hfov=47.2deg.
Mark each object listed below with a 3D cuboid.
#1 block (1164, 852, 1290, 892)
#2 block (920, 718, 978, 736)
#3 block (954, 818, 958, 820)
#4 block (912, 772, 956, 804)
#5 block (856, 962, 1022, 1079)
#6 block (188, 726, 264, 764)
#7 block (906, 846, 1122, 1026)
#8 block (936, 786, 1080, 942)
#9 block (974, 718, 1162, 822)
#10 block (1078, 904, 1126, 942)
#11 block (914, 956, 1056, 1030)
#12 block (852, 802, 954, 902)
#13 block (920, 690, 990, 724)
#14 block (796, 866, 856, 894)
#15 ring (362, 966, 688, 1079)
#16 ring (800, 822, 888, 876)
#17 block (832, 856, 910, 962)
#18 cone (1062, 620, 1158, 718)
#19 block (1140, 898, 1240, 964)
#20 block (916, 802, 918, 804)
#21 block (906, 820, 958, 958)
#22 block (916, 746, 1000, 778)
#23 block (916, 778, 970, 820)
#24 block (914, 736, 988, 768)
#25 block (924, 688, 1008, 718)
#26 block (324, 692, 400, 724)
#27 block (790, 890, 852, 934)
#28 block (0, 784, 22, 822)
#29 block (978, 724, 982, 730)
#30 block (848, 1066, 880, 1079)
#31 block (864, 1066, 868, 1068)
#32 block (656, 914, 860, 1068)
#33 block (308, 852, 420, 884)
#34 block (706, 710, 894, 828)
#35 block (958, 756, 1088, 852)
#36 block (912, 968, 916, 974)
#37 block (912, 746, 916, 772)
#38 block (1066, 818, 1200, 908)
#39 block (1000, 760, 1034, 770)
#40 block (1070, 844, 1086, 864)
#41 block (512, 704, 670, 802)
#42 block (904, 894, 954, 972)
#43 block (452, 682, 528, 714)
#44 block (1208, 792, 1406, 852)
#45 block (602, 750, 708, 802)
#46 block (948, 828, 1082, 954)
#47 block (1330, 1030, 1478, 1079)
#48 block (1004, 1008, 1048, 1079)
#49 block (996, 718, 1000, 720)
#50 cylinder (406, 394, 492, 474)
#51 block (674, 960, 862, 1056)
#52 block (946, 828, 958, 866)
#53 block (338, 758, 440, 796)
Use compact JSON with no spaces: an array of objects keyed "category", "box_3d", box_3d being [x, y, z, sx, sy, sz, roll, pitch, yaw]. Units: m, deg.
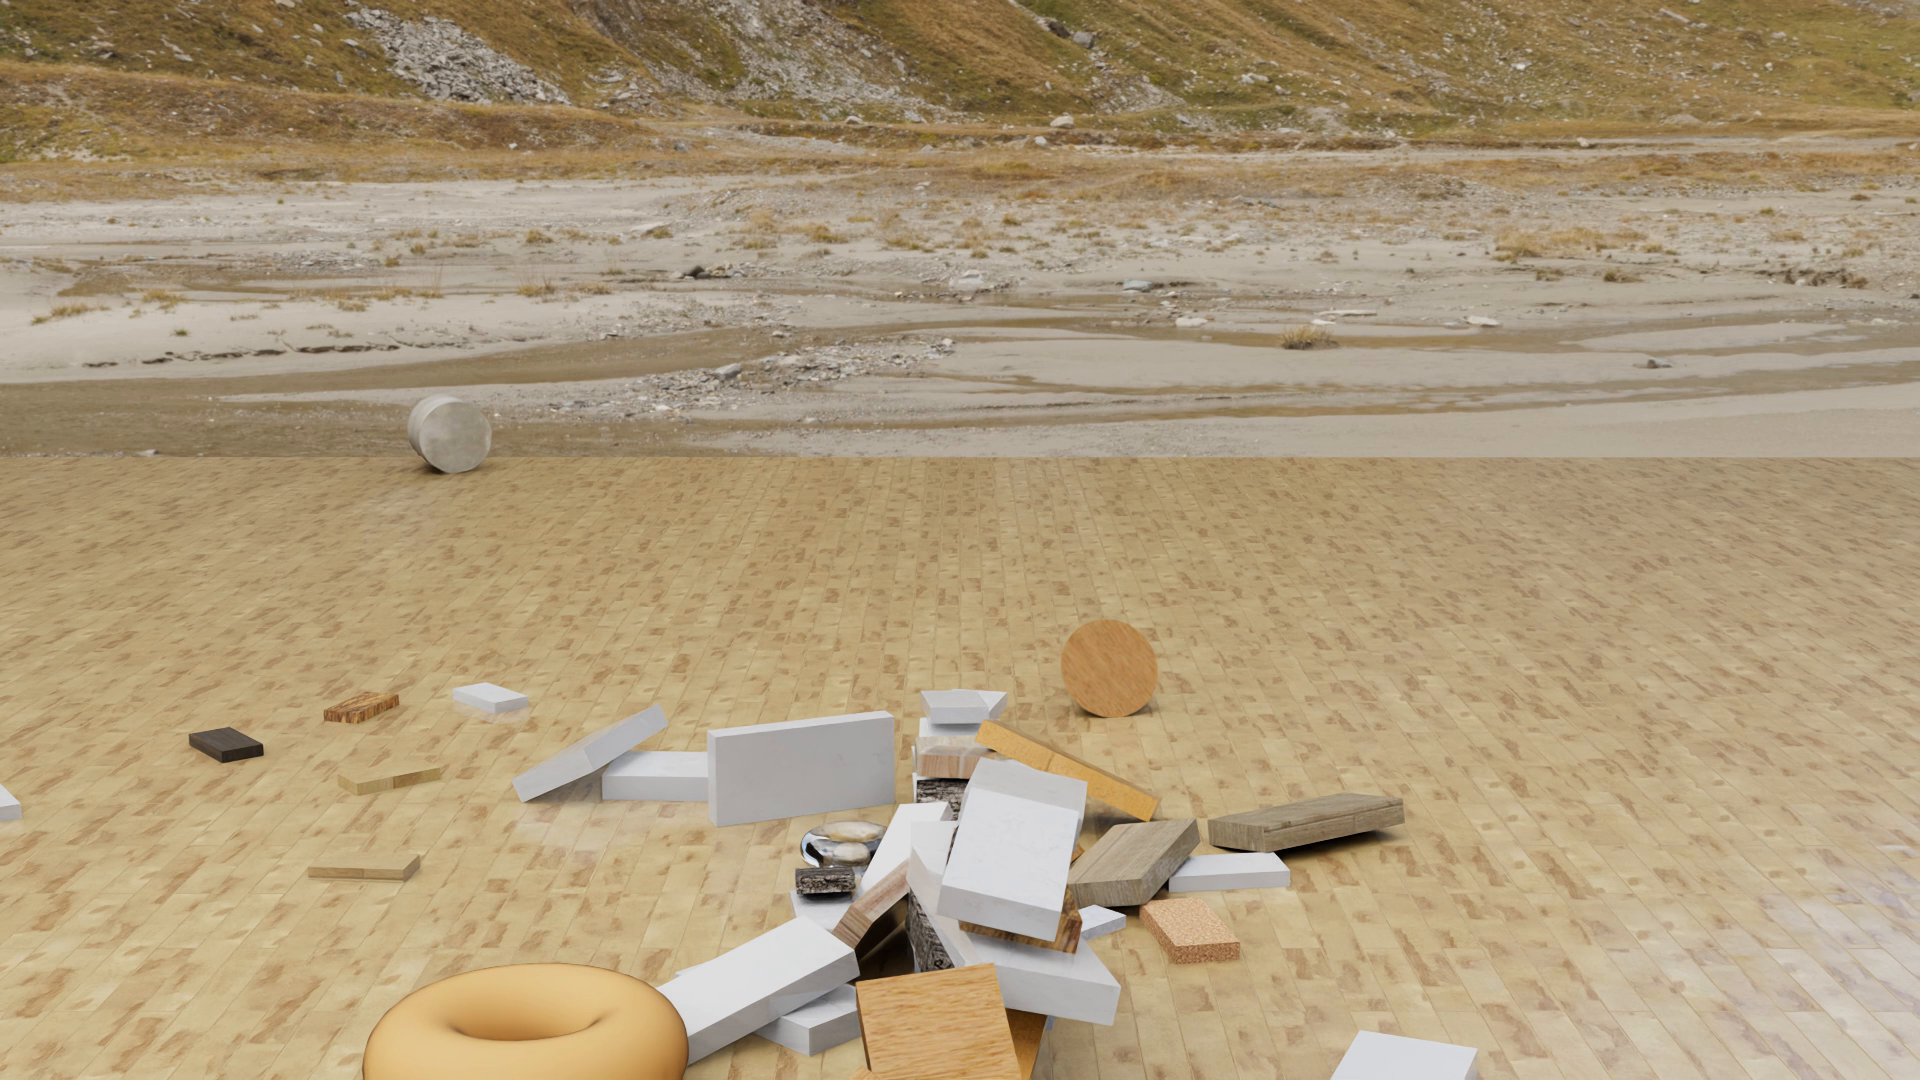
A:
[{"category":"block","box_3d":[0.445,0.564,3.734,0.209,0.028,0.099,-2,11,-9]},{"category":"block","box_3d":[-0.023,0.419,4.278,0.115,0.033,0.230,0,26,0]},{"category":"block","box_3d":[0.010,0.512,3.642,0.069,0.020,0.138,-2,30,-5]},{"category":"block","box_3d":[-0.012,0.497,3.875,0.134,0.038,0.267,-1,26,-4]},{"category":"block","box_3d":[-0.011,0.610,2.387,0.158,0.045,0.317,-6,43,-8]},{"category":"block","box_3d":[-1.507,0.420,4.516,0.086,0.024,0.173,-9,14,-39]},{"category":"block","box_3d":[0.056,0.497,2.822,0.166,0.047,0.573,12,4,-10]},{"category":"block","box_3d":[0.063,0.397,2.723,0.144,0.041,0.288,12,18,4]},{"category":"block","box_3d":[0.201,0.420,4.024,0.345,0.043,0.152,24,-1,10]},{"category":"block","box_3d":[0.192,0.613,3.491,0.138,0.020,0.069,-10,14,-43]},{"category":"block","box_3d":[0.030,0.576,3.002,0.177,0.050,0.354,12,3,-4]},{"category":"block","box_3d":[-0.093,0.523,3.629,0.095,0.027,0.226,-7,35,29]},{"category":"block","box_3d":[-0.012,0.334,4.416,0.115,0.033,0.230,0,4,-6]},{"category":"block","box_3d":[-0.223,0.559,3.623,0.094,0.027,0.189,-2,-4,-5]},{"category":"ring","box_3d":[-0.563,0.670,2.864,0.417,0.139,0.417,1,9,0]},{"category":"ring","box_3d":[-0.187,0.534,3.807,0.181,0.060,0.181,1,10,0]},{"category":"block","box_3d":[-0.125,0.571,3.358,0.041,0.146,0.293,38,23,11]},{"category":"cone","box_3d":[0.303,0.311,4.904,0.221,0.221,0.221,-3,-16,-13]},{"category":"block","box_3d":[0.360,0.614,3.463,0.102,0.029,0.203,-2,11,-11]},{"category":"block","box_3d":[0.000,0.516,3.753,0.117,0.033,0.235,-4,31,-9]},{"category":"block","box_3d":[0.013,0.521,3.257,0.177,0.354,0.050,-1,55,-3]},{"category":"block","box_3d":[-0.001,0.398,3.941,0.134,0.038,0.267,2,-2,3]},{"category":"block","box_3d":[-0.009,0.489,3.732,0.117,0.033,0.235,-1,30,-4]},{"category":"block","box_3d":[-0.006,0.448,4.063,0.134,0.038,0.267,-1,26,-6]},{"category":"block","box_3d":[0.014,0.361,4.621,0.120,0.034,0.239,3,11,14]},{"category":"block","box_3d":[-1.308,0.366,4.809,0.083,0.024,0.167,3,11,17]},{"category":"block","box_3d":[-0.218,0.603,3.526,0.094,0.027,0.189,-2,11,-9]},{"category":"block","box_3d":[-1.836,0.492,4.119,0.099,0.028,0.198,-8,13,-36]},{"category":"block","box_3d":[-0.004,0.412,4.373,0.120,0.034,0.239,0,25,0]},{"category":"block","box_3d":[-0.031,0.693,2.227,0.333,0.047,0.166,31,51,27]},{"category":"block","box_3d":[-0.070,0.709,2.720,0.105,0.030,0.210,1,11,-1]},{"category":"block","box_3d":[-0.304,0.633,3.099,0.292,0.041,0.146,-23,24,-27]},{"category":"block","box_3d":[-1.020,0.560,3.767,0.167,0.024,0.083,1,11,5]},{"category":"block","box_3d":[-0.294,0.424,4.095,0.351,0.171,0.048,-5,11,-24]},{"category":"block","box_3d":[0.090,0.361,3.029,0.159,0.045,0.319,13,3,4]},{"category":"block","box_3d":[0.020,0.625,3.001,0.177,0.050,0.354,13,3,5]},{"category":"block","box_3d":[-0.018,0.457,4.124,0.115,0.033,0.230,-3,26,-9]},{"category":"block","box_3d":[0.285,0.542,3.693,0.152,0.043,0.303,-8,9,25]},{"category":"block","box_3d":[0.151,0.464,4.267,0.102,0.029,0.203,-5,12,-26]},{"category":"block","box_3d":[0.100,0.510,3.666,0.152,0.043,0.303,47,18,10]},{"category":"block","box_3d":[-0.718,0.413,4.296,0.171,0.048,0.341,-24,2,19]},{"category":"block","box_3d":[0.023,0.535,2.862,0.157,0.044,0.313,12,3,-8]},{"category":"block","box_3d":[-1.044,0.351,4.890,0.086,0.024,0.173,-10,14,-43]},{"category":"block","box_3d":[0.620,0.503,3.933,0.319,0.045,0.159,-6,1,-31]},{"category":"block","box_3d":[-0.505,0.457,4.253,0.341,0.048,0.171,1,11,3]},{"category":"block","box_3d":[0.065,0.452,2.867,0.144,0.041,0.418,12,3,-3]},{"category":"block","box_3d":[0.557,0.723,2.829,0.159,0.045,0.319,4,11,22]},{"category":"block","box_3d":[0.007,0.613,2.581,0.157,0.044,0.313,13,10,6]},{"category":"block","box_3d":[0.014,0.414,4.522,0.120,0.034,0.239,1,11,5]},{"category":"cylinder","box_3d":[-1.925,-0.402,8.283,0.267,0.267,0.267,-5,11,-23]},{"category":"block","box_3d":[-0.261,0.662,3.170,0.293,0.041,0.146,10,15,43]},{"category":"block","box_3d":[0.070,0.406,2.946,0.144,0.041,0.288,13,3,5]},{"category":"block","box_3d":[-1.114,0.462,4.292,0.173,0.024,0.086,-9,14,-39]}]
